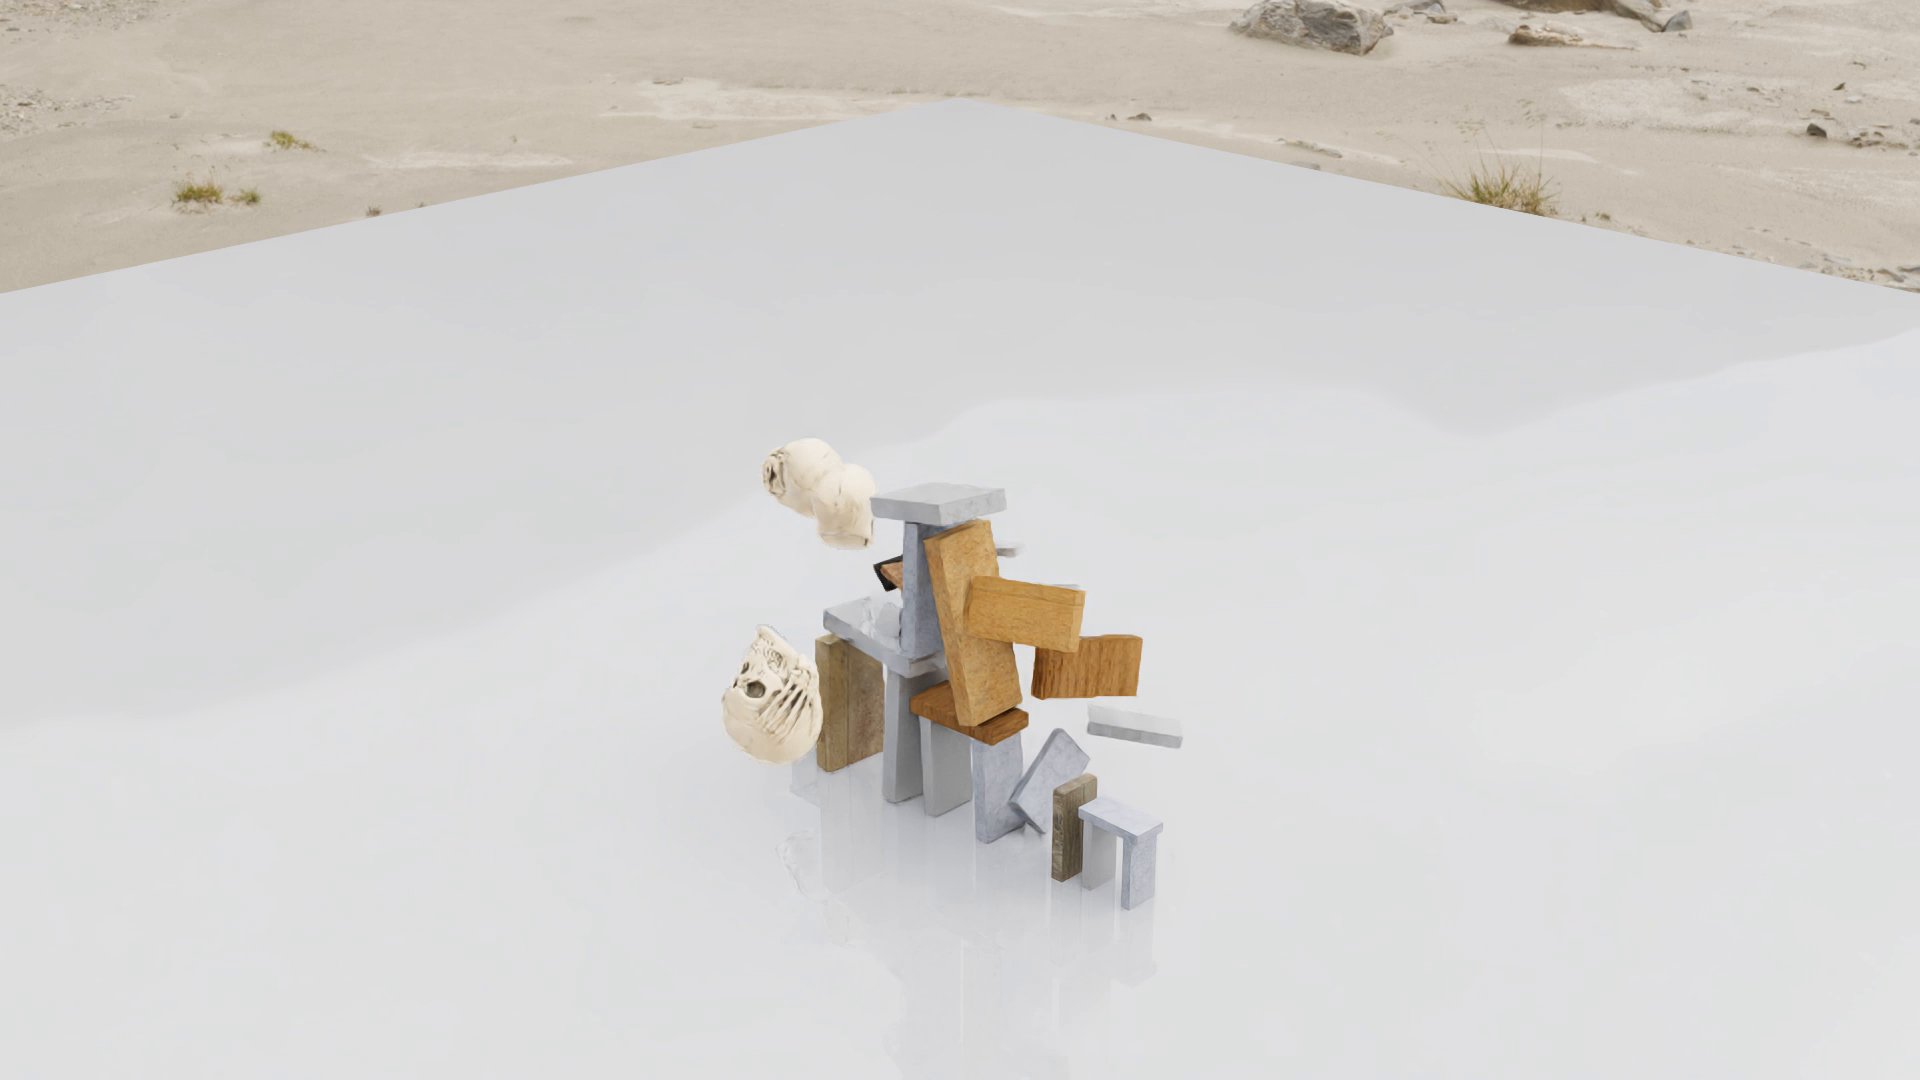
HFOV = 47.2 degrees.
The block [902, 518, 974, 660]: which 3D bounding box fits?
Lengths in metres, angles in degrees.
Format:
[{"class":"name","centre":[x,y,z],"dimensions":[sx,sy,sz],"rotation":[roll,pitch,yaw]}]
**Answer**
[{"class":"block","centre":[-0.045,0.081,4.332],"dimensions":[0.144,0.287,0.041],"rotation":[-17,29,-38]}]

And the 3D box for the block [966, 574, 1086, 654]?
[{"class":"block","centre":[0.123,0.138,4.152],"dimensions":[0.233,0.117,0.033],"rotation":[8,0,35]}]

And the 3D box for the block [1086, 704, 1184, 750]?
[{"class":"block","centre":[0.351,0.378,4.451],"dimensions":[0.193,0.027,0.096],"rotation":[9,17,-1]}]

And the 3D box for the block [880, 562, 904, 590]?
[{"class":"block","centre":[-0.107,0.077,4.390],"dimensions":[0.057,0.016,0.113],"rotation":[-10,29,-28]}]

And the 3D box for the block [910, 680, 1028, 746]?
[{"class":"block","centre":[0.018,0.341,4.357],"dimensions":[0.218,0.031,0.109],"rotation":[19,30,38]}]

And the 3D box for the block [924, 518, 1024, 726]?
[{"class":"block","centre":[0.028,0.160,4.264],"dimensions":[0.041,0.375,0.144],"rotation":[3,18,45]}]

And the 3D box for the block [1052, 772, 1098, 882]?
[{"class":"block","centre":[0.219,0.551,4.216],"dimensions":[0.096,0.193,0.027],"rotation":[-21,31,-41]}]

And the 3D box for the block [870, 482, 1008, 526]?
[{"class":"block","centre":[-0.044,-0.071,4.238],"dimensions":[0.144,0.041,0.287],"rotation":[-14,11,-27]}]

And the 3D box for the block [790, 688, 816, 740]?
[{"class":"block","centre":[-0.337,0.365,4.745],"dimensions":[0.017,0.122,0.061],"rotation":[21,31,41]}]

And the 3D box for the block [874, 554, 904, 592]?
[{"class":"block","centre":[-0.109,0.060,4.581],"dimensions":[0.126,0.063,0.018],"rotation":[-19,32,14]}]

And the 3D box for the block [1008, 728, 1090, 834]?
[{"class":"block","centre":[0.179,0.482,4.400],"dimensions":[0.027,0.096,0.193],"rotation":[-11,37,52]}]

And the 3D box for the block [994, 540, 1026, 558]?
[{"class":"block","centre":[0.091,0.018,4.459],"dimensions":[0.063,0.018,0.126],"rotation":[5,7,11]}]

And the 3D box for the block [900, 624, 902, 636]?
[{"class":"block","centre":[-0.088,0.141,4.411],"dimensions":[0.057,0.113,0.016],"rotation":[-15,37,-36]}]

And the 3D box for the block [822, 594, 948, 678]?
[{"class":"block","centre":[-0.135,0.193,4.487],"dimensions":[0.148,0.042,0.295],"rotation":[-15,28,-35]}]

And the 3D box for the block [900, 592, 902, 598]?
[{"class":"block","centre":[-0.078,0.091,4.497],"dimensions":[0.018,0.126,0.063],"rotation":[2,44,-37]}]

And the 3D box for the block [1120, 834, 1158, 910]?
[{"class":"block","centre":[0.336,0.615,4.124],"dimensions":[0.021,0.147,0.073],"rotation":[21,31,41]}]

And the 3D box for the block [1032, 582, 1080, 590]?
[{"class":"block","centre":[0.165,0.145,4.377],"dimensions":[0.033,0.117,0.233],"rotation":[-2,-3,34]}]

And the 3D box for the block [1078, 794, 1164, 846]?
[{"class":"block","centre":[0.301,0.524,4.123],"dimensions":[0.147,0.021,0.073],"rotation":[21,31,41]}]

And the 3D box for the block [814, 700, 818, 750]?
[{"class":"block","centre":[-0.280,0.387,4.693],"dimensions":[0.017,0.121,0.061],"rotation":[21,31,41]}]

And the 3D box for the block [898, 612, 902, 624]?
[{"class":"block","centre":[-0.085,0.127,4.450],"dimensions":[0.057,0.113,0.016],"rotation":[-9,47,-25]}]

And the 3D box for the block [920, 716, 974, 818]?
[{"class":"block","centre":[-0.027,0.439,4.445],"dimensions":[0.109,0.218,0.031],"rotation":[-21,27,-41]}]

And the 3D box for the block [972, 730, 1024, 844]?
[{"class":"block","centre":[0.076,0.479,4.350],"dimensions":[0.031,0.218,0.109],"rotation":[17,28,42]}]

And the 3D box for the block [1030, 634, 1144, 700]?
[{"class":"block","centre":[0.250,0.247,4.304],"dimensions":[0.233,0.117,0.033],"rotation":[0,10,-32]}]

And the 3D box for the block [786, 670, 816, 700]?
[{"class":"block","centre":[-0.308,0.312,4.692],"dimensions":[0.121,0.017,0.061],"rotation":[21,31,41]}]

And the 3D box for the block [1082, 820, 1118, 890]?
[{"class":"block","centre":[0.267,0.588,4.188],"dimensions":[0.021,0.147,0.073],"rotation":[21,31,41]}]

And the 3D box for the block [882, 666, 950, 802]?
[{"class":"block","centre":[-0.084,0.378,4.486],"dimensions":[0.148,0.295,0.042],"rotation":[-16,30,-37]}]

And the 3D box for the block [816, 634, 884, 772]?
[{"class":"block","centre":[-0.229,0.326,4.611],"dimensions":[0.148,0.295,0.042],"rotation":[-18,29,-38]}]
